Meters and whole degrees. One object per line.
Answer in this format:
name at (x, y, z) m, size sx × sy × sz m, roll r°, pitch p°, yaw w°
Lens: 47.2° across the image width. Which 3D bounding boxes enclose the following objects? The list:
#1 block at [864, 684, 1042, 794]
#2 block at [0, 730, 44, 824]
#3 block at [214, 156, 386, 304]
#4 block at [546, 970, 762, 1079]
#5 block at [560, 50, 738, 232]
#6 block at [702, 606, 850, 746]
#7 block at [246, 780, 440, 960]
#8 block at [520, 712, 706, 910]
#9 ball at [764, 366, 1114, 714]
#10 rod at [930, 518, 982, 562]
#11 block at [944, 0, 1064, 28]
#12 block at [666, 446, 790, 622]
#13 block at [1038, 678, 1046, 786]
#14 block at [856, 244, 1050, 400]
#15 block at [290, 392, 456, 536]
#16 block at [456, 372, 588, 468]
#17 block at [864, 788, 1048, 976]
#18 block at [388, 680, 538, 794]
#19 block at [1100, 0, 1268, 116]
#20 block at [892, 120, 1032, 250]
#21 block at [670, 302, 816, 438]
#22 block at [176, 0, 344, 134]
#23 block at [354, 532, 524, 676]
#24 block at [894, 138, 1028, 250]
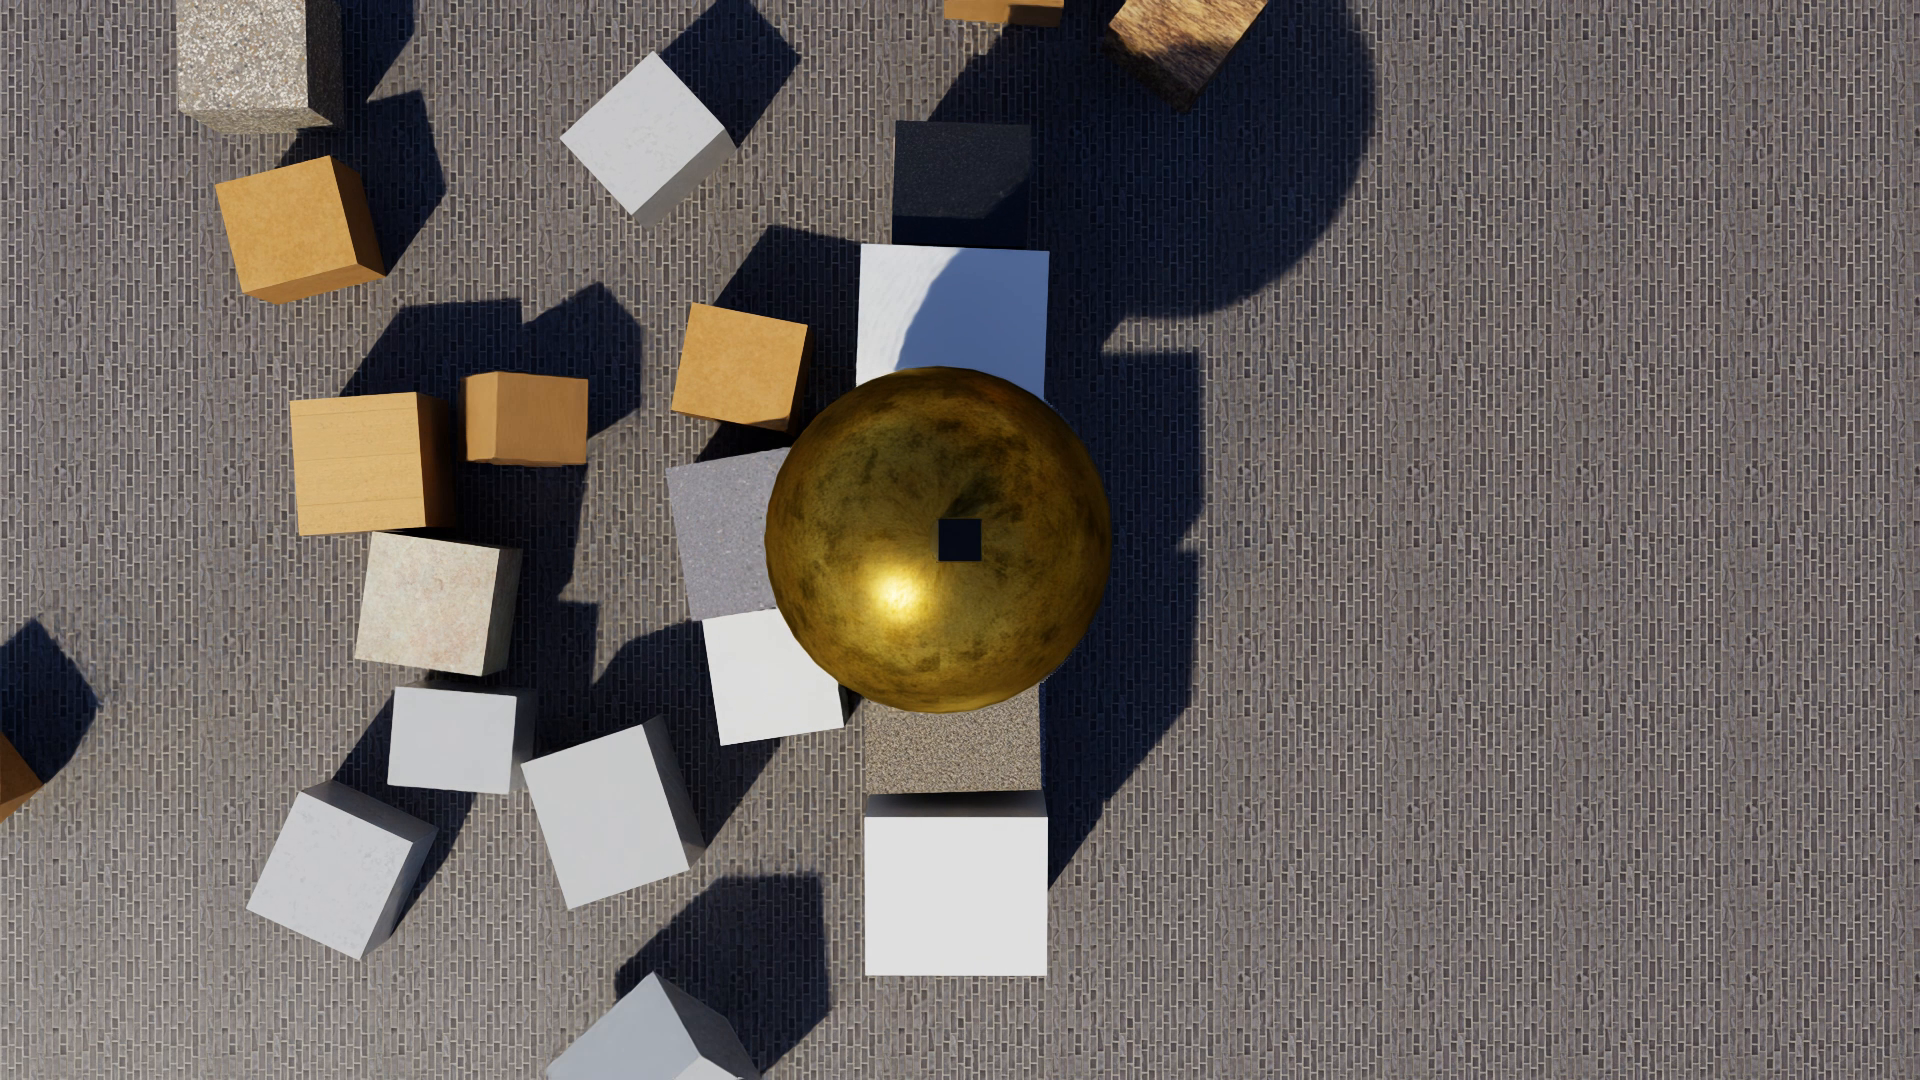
block at (-0.044, 0.814, 11.663) m, size 0.890 × 0.969 × 0.935 m, roll -2°, pitch 90°, yaw 0°
block at (-5.835, 1.399, 12.649) m, size 0.591 × 0.571 × 0.655 m, roll -38°, pitch 90°, yaw 15°
block at (-3.791, -1.777, 12.684) m, size 0.667 × 0.632 × 0.629 m, roll -14°, pitch 90°, yaw 0°
block at (-1.701, 3.096, 12.483) m, size 0.831 × 0.761 × 0.686 m, roll -42°, pitch 46°, yaw 1°
block at (-1.781, -2.281, 12.661) m, size 0.718 × 0.678 × 0.592 m, roll -43°, pitch 90°, yaw 0°
block at (-1.046, 0.745, 12.648) m, size 0.696 × 0.705 × 0.715 m, roll -9°, pitch 90°, yaw 0°
block at (-3.546, 1.888, 12.683) m, size 0.701 × 0.634 × 0.727 m, roll 25°, pitch 90°, yaw 0°
block at (-1.967, 1.535, 12.596) m, size 0.709 × 0.809 × 0.849 m, roll -18°, pitch 90°, yaw 0°
ball at (-0.096, 0.000, 10.095) m, size 1.600 × 1.600 × 1.600 m, roll 0°, pitch 90°, yaw 0°
rod at (-0.042, 0.000, 6.695) m, size 0.080 × 5.200 × 0.080 m, roll 0°, pitch 90°, yaw -1°
block at (0.276, -3.395, 12.670) m, size 0.681 × 0.661 × 0.681 m, roll 5°, pitch 90°, yaw 0°
block at (-1.107, -0.049, 12.531) m, size 0.889 × 0.938 × 0.854 m, roll -10°, pitch 90°, yaw 0°
block at (-0.014, 0.868, 12.574) m, size 0.973 × 0.852 × 0.991 m, roll 0°, pitch 90°, yaw 0°
block at (-0.043, -1.028, 11.716) m, size 0.960 × 0.986 × 0.952 m, roll 2°, pitch 91°, yaw 0°
block at (-3.353, -0.424, 12.619) m, size 0.704 × 0.761 × 0.752 m, roll -4°, pitch 90°, yaw 0°
block at (-2.510, -0.684, 12.615) m, size 0.556 × 0.530 × 0.483 m, roll 3°, pitch 88°, yaw -36°
block at (-0.020, 1.788, 11.762) m, size 0.940 × 0.859 × 0.837 m, roll 0°, pitch 97°, yaw 0°
block at (-2.857, 1.128, 12.682) m, size 0.684 × 0.636 × 0.555 m, roll 5°, pitch 90°, yaw 0°
block at (1.284, -2.960, 12.664) m, size 0.628 × 0.671 × 0.673 m, roll 38°, pitch 90°, yaw 0°
block at (0.007, -1.854, 11.819) m, size 0.706 × 0.763 × 0.634 m, roll 2°, pitch 90°, yaw 0°
block at (-1.238, -0.968, 12.665) m, size 0.660 × 0.671 × 0.614 m, roll 11°, pitch 90°, yaw 0°
block at (-4.008, -2.776, 12.633) m, size 0.719 × 0.734 × 0.741 m, roll -2°, pitch 90°, yaw 0°
block at (-2.986, 0.357, 12.659) m, size 0.718 × 0.681 × 0.719 m, roll 8°, pitch 90°, yaw 0°
block at (0.004, -1.812, 12.600) m, size 0.750 × 0.800 × 0.841 m, roll 0°, pitch 90°, yaw 0°
